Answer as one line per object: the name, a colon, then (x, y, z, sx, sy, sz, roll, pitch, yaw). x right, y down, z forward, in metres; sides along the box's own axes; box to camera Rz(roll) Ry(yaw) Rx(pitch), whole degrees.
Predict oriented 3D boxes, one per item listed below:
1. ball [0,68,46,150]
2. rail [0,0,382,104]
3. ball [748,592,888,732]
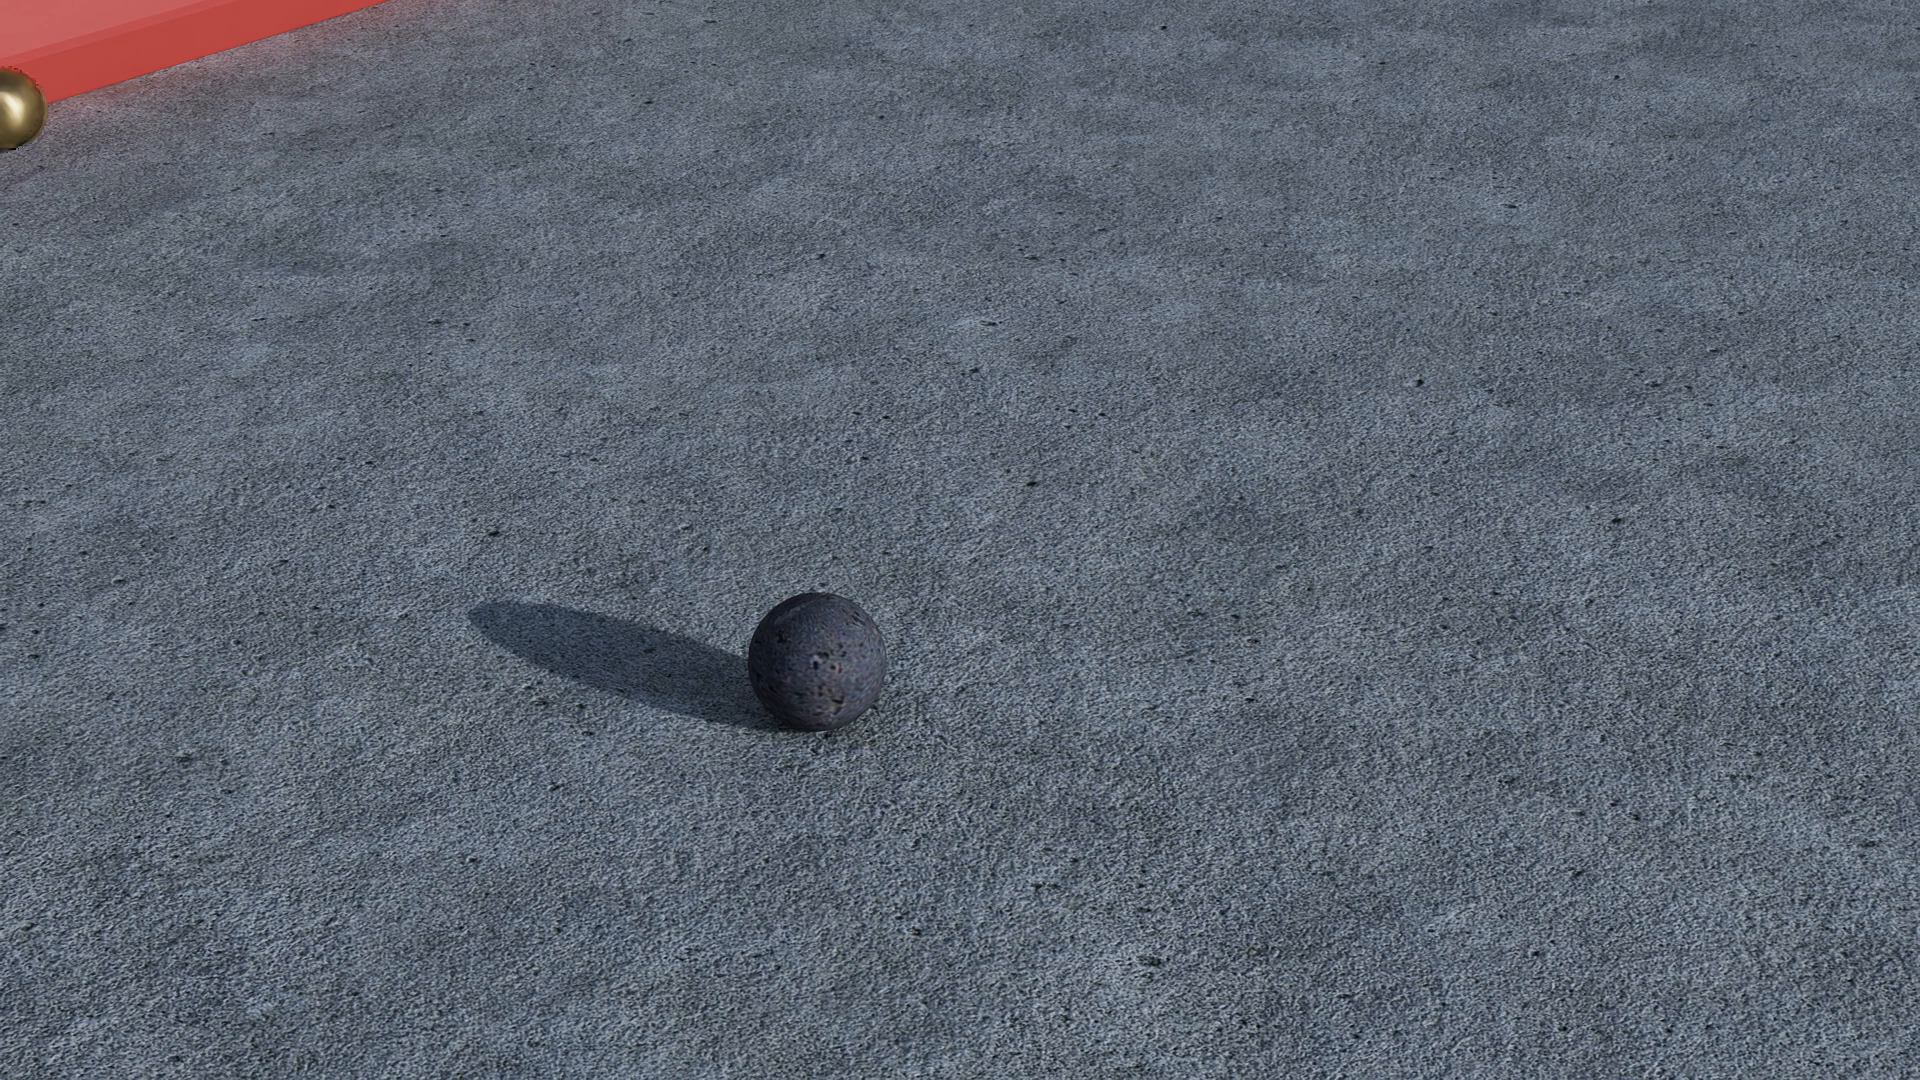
ball: (-0.786, -0.355, 2.415, 0.067, 0.067, 0.067, 0, 27, 0)
rail: (-0.249, -0.724, 3.083, 0.045, 0.121, 4.290, 19, 33, 33)
ball: (-0.077, 0.065, 1.577, 0.075, 0.075, 0.075, 0, 27, 0)
